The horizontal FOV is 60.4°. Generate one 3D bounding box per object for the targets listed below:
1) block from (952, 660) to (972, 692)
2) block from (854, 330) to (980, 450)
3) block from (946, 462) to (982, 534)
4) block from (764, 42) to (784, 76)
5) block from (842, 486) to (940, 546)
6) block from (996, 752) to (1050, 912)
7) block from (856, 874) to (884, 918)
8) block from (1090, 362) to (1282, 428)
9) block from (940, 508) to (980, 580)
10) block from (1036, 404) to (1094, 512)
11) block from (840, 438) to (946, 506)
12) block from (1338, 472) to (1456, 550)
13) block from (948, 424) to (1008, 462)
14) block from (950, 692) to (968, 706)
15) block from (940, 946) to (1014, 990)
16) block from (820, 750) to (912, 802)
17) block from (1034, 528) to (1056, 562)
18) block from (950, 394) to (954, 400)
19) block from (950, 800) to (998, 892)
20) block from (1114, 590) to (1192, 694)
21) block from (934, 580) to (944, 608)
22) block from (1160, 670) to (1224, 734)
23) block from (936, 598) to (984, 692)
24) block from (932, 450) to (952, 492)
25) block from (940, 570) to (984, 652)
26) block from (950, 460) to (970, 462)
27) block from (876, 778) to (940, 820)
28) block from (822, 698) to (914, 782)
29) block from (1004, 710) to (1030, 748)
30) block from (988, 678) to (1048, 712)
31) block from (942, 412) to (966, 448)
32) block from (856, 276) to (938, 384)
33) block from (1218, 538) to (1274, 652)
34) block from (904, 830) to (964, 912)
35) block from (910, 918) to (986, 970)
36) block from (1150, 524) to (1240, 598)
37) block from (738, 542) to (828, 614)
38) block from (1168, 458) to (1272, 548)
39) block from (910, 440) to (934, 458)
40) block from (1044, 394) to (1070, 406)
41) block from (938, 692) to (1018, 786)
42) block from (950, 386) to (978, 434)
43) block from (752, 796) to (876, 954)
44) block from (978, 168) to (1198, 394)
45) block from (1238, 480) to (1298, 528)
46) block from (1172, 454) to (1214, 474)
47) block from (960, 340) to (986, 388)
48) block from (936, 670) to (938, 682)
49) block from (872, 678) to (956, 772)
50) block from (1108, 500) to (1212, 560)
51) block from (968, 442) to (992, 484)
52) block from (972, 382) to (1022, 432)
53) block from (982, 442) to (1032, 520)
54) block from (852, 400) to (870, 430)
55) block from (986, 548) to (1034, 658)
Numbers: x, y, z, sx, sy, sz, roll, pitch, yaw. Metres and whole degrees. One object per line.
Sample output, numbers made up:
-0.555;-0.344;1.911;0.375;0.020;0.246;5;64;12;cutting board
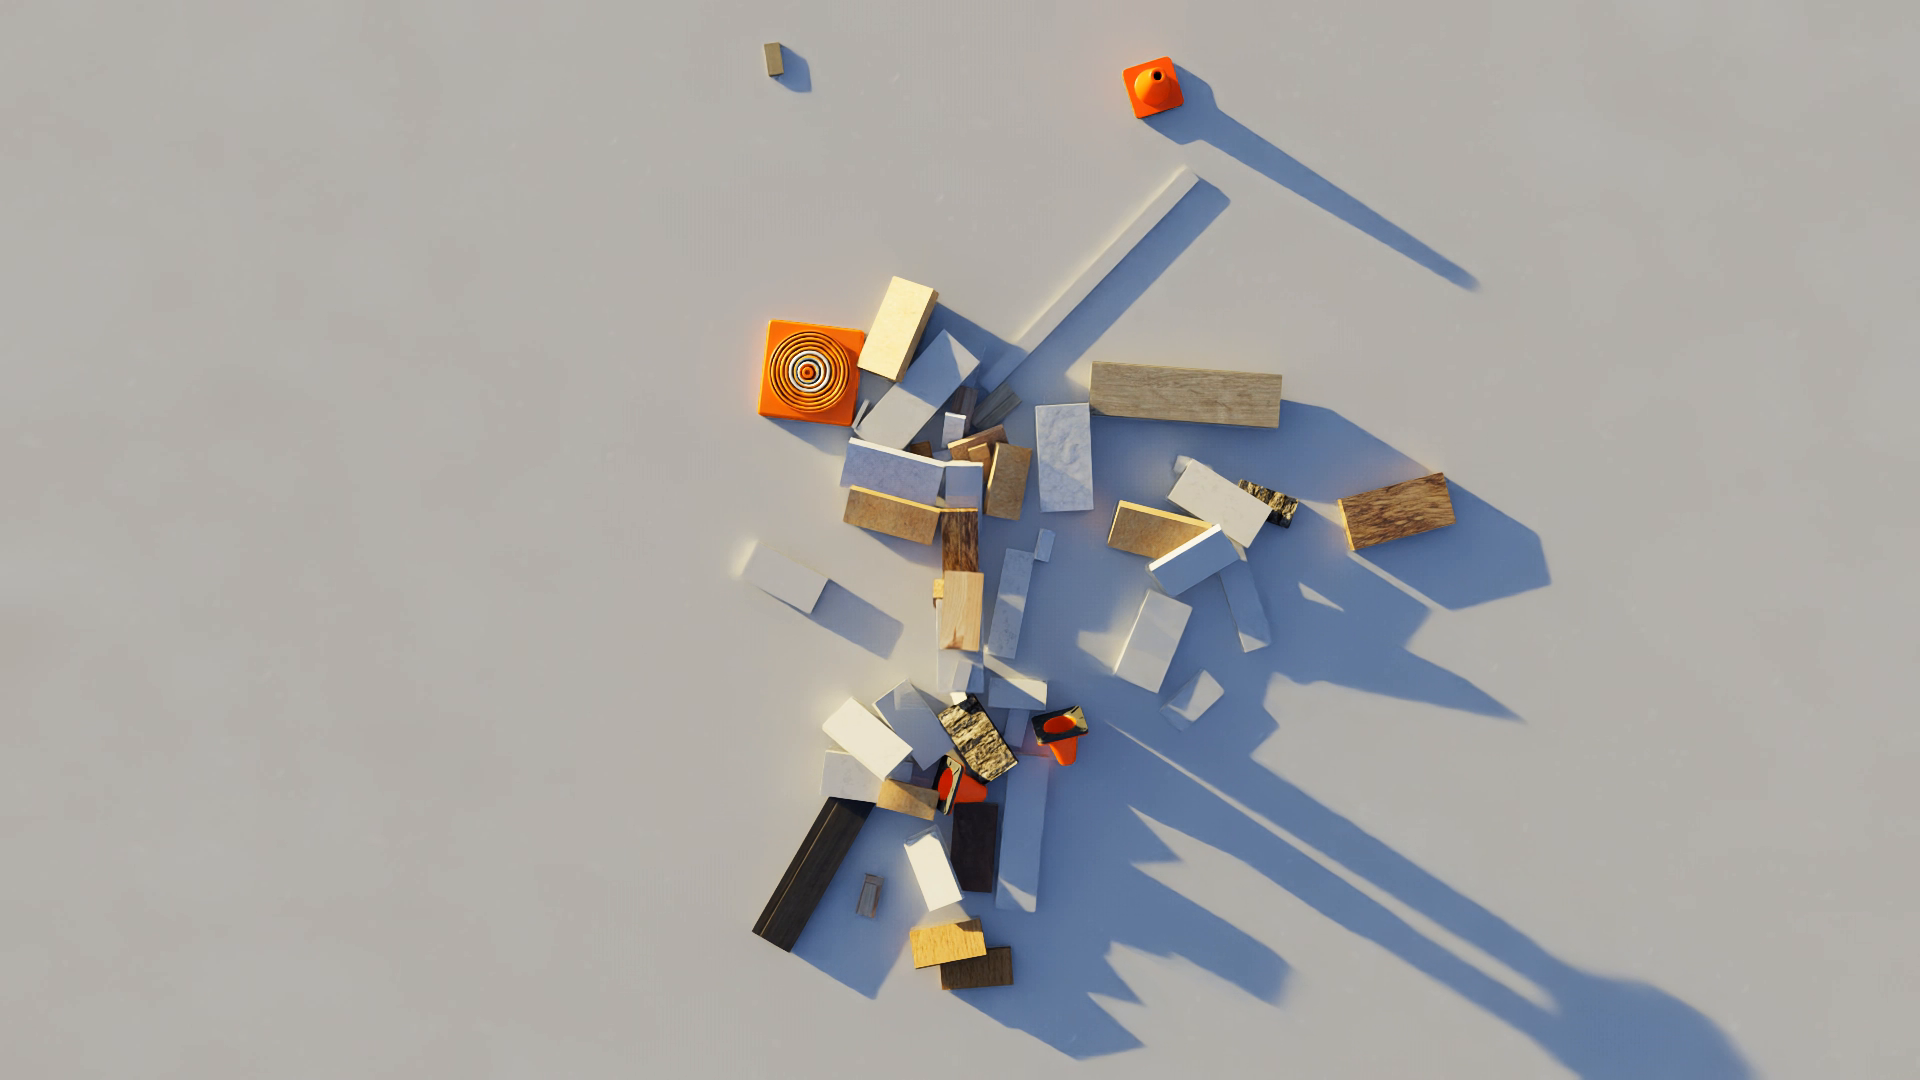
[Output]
0.006;0.425;5.159;0.046;0.013;0.092;14;90;0;block
-0.140;-0.474;5.448;0.161;0.046;0.447;42;98;0;block
0.012;-0.136;5.438;0.121;0.034;0.241;1;112;-1;block
-0.619;-1.602;5.493;0.052;0.015;0.104;-9;90;0;block
-0.226;-0.081;5.460;0.303;0.035;0.122;15;113;0;block
0.207;0.970;5.481;0.133;0.038;0.514;5;90;0;block
-0.301;1.184;5.491;0.066;0.019;0.132;15;90;0;block
0.744;-0.480;5.462;0.625;0.049;0.175;4;90;2;block
0.000;0.017;5.450;0.121;0.034;0.241;-2;106;0;block
0.345;-0.273;5.454;0.175;0.049;0.349;-3;97;0;block
-0.223;-0.217;5.445;0.322;0.046;0.161;15;115;0;block
1.449;-0.095;5.475;0.349;0.049;0.175;-15;90;0;block
0.064;-0.311;5.464;0.192;0.025;0.087;-20;128;0;block
-0.008;0.502;5.464;0.046;0.013;0.092;-30;53;10;block
0.054;1.424;5.483;0.239;0.034;0.119;-5;90;0;block
-0.309;0.786;5.438;0.290;0.041;0.145;8;90;0;block
0.282;0.017;5.480;0.052;0.015;0.103;14;90;-33;block
0.007;-0.538;5.489;0.074;0.021;0.149;4;90;0;block
0.043;1.018;5.479;0.145;0.041;0.290;5;90;0;block
0.641;0.336;5.478;0.154;0.044;0.309;23;90;0;block
-0.025;0.173;5.349;0.122;0.245;0.035;0;102;0;block
0.774;0.536;5.486;0.202;0.029;0.101;-43;90;0;block
0.000;0.332;5.187;0.146;0.041;0.293;-1;90;0;block
-0.051;-0.231;5.491;0.066;0.019;0.132;-13;90;0;block
0.005;0.222;5.141;0.122;0.035;0.245;4;79;1;block
0.000;-0.199;5.462;0.064;0.018;0.129;-2;112;-5;block
-0.169;0.848;5.402;0.191;0.027;0.095;14;90;2;block
-0.303;0.654;5.410;0.275;0.039;0.138;38;62;18;block
0.187;0.618;5.491;0.066;0.019;0.132;14;90;0;block
0.191;0.514;5.476;0.191;0.027;0.095;4;76;0;block
-0.022;-0.358;5.448;0.066;0.019;0.132;12;130;5;block
-0.206;-0.694;5.439;0.161;0.046;0.322;22;89;28;block
0.930;0.160;5.486;0.101;0.029;0.415;-18;90;0;block
-0.086;1.092;5.455;0.119;0.034;0.239;-23;83;14;block
-0.039;1.338;5.461;0.238;0.034;0.119;-11;67;0;block
0.772;0.070;5.423;0.266;0.038;0.133;-32;117;13;block
-0.585;0.125;5.481;0.266;0.038;0.133;27;90;0;block
0.859;-0.120;5.452;0.309;0.044;0.154;32;90;3;block
-0.121;-0.258;5.481;0.066;0.019;0.132;-12;90;18;block
0.318;-0.393;5.488;0.087;0.025;0.174;5;90;0;block
0.060;0.658;5.459;0.138;0.039;0.275;-34;84;7;block
0.008;-0.432;5.466;0.074;0.021;0.148;13;90;4;block
-0.434;0.995;5.479;0.145;0.041;0.779;30;90;0;block
0.428;-0.863;5.491;0.061;0.017;0.994;44;90;0;block
1.013;-0.120;5.486;0.202;0.029;0.101;20;90;0;block
0.775;-0.237;5.491;0.122;0.017;0.061;21;90;0;block
0.028;-0.583;5.468;0.074;0.021;0.148;17;90;0;block
-0.002;0.430;5.354;0.146;0.293;0.041;3;90;0;block
-0.153;0.613;5.460;0.138;0.039;0.275;-36;90;-18;block
0.658;-0.017;5.444;0.309;0.044;0.154;14;118;0;block
0.074;-0.253;5.464;0.064;0.018;0.129;-18;116;0;block
0.113;-0.436;5.488;0.174;0.025;0.087;-42;90;0;block
0.157;-0.194;5.461;0.121;0.034;0.241;10;91;-21;block
-0.329;-0.417;5.474;0.015;0.052;0.104;27;90;0;block
0.168;0.211;5.486;0.095;0.027;0.357;11;90;0;block
